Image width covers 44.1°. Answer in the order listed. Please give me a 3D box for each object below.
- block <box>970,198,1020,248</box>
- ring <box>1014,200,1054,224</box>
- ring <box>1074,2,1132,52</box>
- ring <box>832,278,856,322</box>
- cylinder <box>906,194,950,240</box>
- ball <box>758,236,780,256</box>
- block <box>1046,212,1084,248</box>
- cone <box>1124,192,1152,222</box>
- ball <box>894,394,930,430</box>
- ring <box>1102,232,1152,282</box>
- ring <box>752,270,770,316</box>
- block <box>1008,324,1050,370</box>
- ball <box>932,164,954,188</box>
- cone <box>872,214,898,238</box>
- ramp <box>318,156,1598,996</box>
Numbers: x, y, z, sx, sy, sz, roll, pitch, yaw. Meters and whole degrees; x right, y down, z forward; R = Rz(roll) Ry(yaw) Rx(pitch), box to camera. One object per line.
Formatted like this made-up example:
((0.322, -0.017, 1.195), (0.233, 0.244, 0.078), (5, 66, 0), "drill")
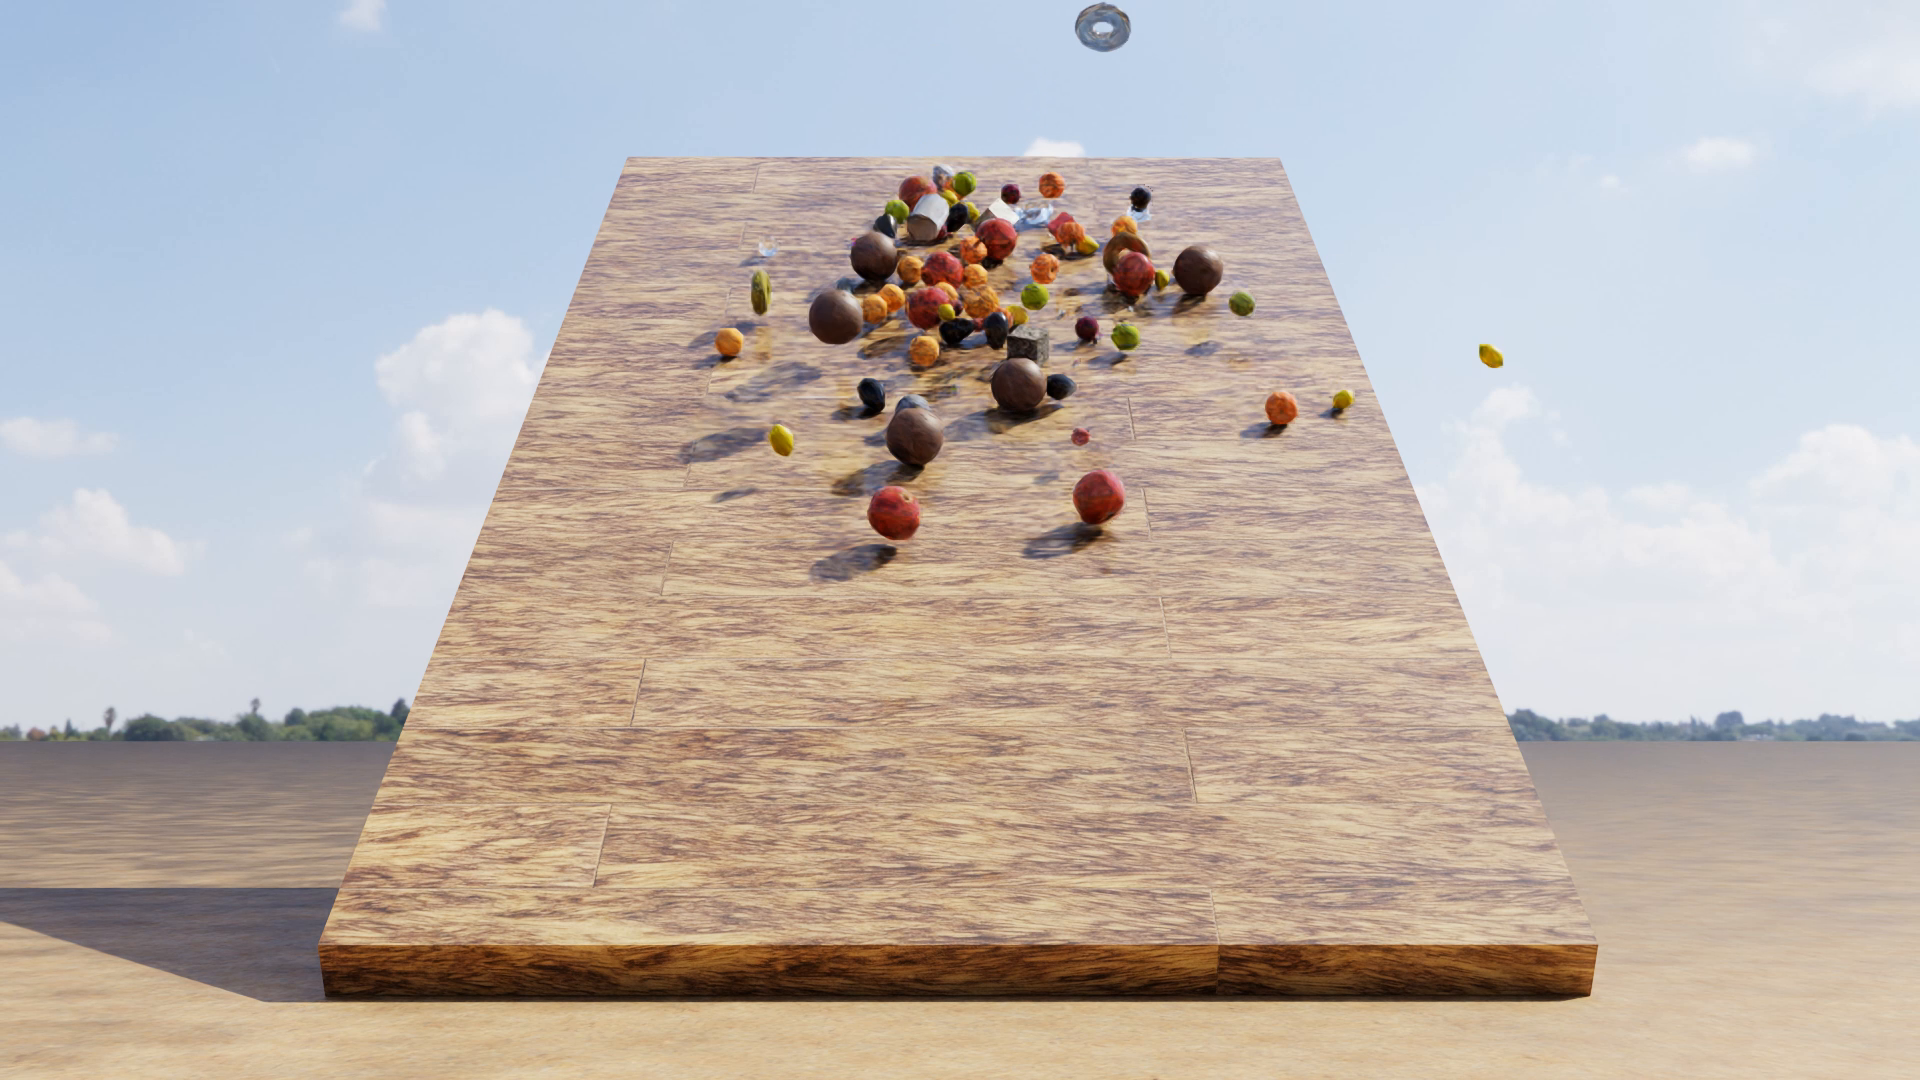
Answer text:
((0.096, -0.877, 6.543), (0.084, 0.084, 0.084), (-42, 6, 36), "block")
((0.210, -0.934, 6.742), (0.111, 0.037, 0.111), (-3, 33, 2), "ring")
((0.369, -1.319, 6.100), (0.147, 0.049, 0.147), (5, -37, 4), "ring")
((-0.284, -0.587, 5.811), (0.038, 0.115, 0.115), (19, -8, -9), "ring")
((-0.085, -0.868, 6.366), (0.090, 0.090, 0.090), (16, -39, 13), "cylinder")
((-0.521, -0.801, 6.463), (0.056, 0.056, 0.056), (0, -5, 0), "ball")
((0.290, -0.857, 6.537), (0.062, 0.062, 0.062), (50, -3, -29), "block")
((0.509, -0.957, 6.757), (0.076, 0.076, 0.076), (0, 27, 0), "cone")
((-0.109, -0.294, 5.438), (0.081, 0.081, 0.081), (0, -5, 0), "ball")
((0.444, -0.753, 6.301), (0.130, 0.130, 0.043), (0, -1, 2), "ring")
((-0.505, -0.628, 6.009), (0.039, 0.117, 0.117), (0, -5, 3), "ring")
((0.167, -0.471, 5.791), (0.079, 0.079, 0.079), (11, 29, 20), "block")
((-0.050, -1.076, 6.997), (0.067, 0.067, 0.067), (0, -5, 0), "ball")
((-0.187, -0.823, 6.328), (0.071, 0.071, 0.071), (3, 31, -29), "cone")
((-0.010, -0.227, 5.506), (2.000, 0.100, 4.000), (0, 27, 0), "ramp")
